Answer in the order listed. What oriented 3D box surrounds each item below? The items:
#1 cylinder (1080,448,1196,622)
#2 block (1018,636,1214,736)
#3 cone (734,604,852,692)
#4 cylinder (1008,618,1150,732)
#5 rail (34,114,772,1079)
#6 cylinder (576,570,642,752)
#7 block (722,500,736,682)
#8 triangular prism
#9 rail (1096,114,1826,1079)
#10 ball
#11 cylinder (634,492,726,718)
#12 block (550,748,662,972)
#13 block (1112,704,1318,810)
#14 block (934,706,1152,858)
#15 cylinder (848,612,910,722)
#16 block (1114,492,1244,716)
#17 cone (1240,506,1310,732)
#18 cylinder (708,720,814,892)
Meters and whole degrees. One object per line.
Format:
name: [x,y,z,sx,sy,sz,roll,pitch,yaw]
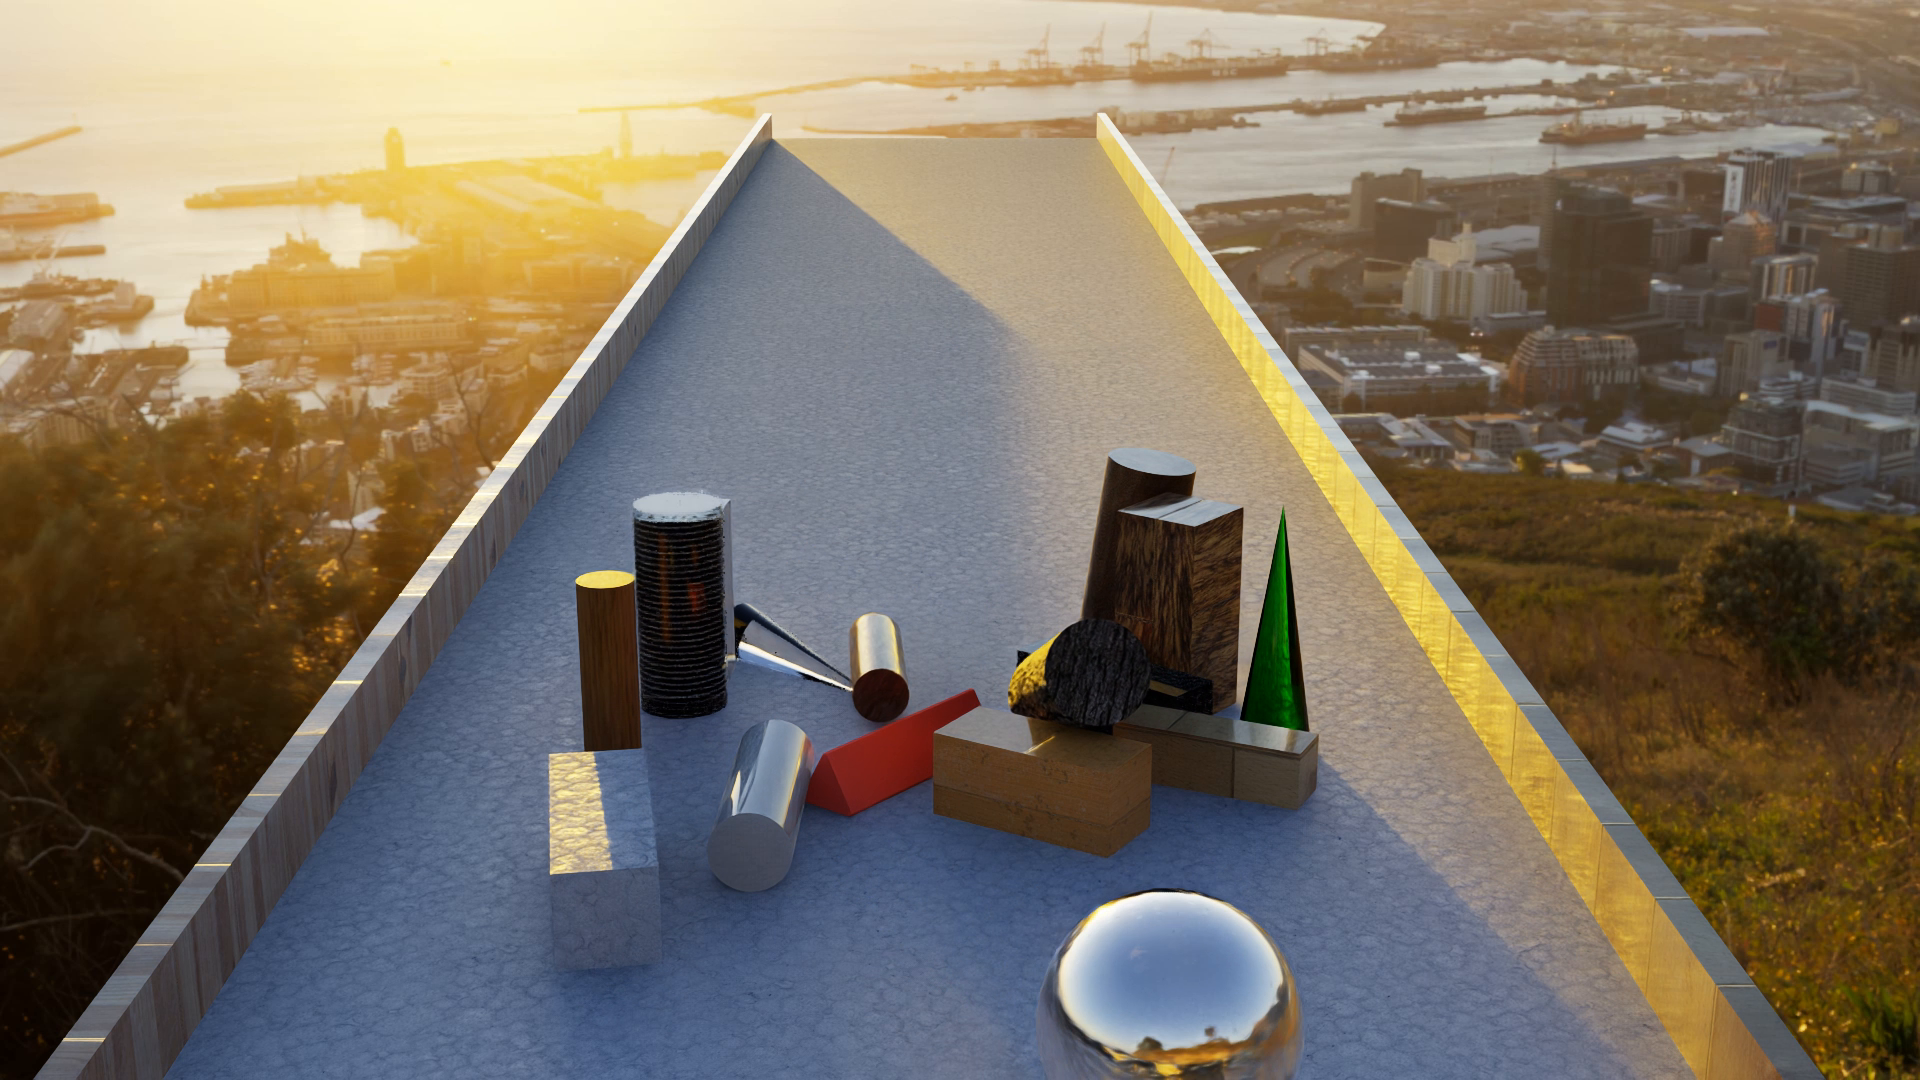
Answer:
cylinder: [0.342,0.044,4.314,0.173,0.416,0.173,8,18,-3]
block: [0.283,0.284,4.075,0.373,0.112,0.112,15,22,40]
cone: [-0.302,0.243,4.310,0.383,0.114,0.114,23,27,35]
cylinder: [0.201,0.251,3.804,0.178,0.178,0.384,-2,-10,-8]
rail: [-1.118,-0.838,7.780,0.050,0.150,12.000,0,17,-1]
cylinder: [-0.625,0.223,3.916,0.102,0.320,0.102,0,17,0]
block: [-0.514,0.103,4.270,0.122,0.348,0.122,2,16,7]
triangular prism: [-0.101,0.359,3.838,0.113,0.098,0.398,12,21,37]
rail: [0.932,-0.844,7.801,0.050,0.150,12.000,0,17,-1]
ball: [0.256,0.588,2.676,0.326,0.326,0.326,0,17,0]
cylinder: [-0.524,0.121,4.127,0.163,0.393,0.163,0,16,0]
block: [-0.545,0.478,3.354,0.152,0.152,0.454,-3,17,-10]
block: [0.439,0.371,3.799,0.338,0.102,0.102,8,18,25]
block: [0.135,0.396,3.639,0.332,0.145,0.145,10,19,31]
cylinder: [-0.158,0.241,4.220,0.105,0.105,0.347,-1,15,-4]
block: [0.408,0.128,4.117,0.169,0.387,0.169,13,21,36]
cone: [0.565,0.154,3.905,0.138,0.457,0.138,0,17,0]
cylinder: [-0.319,0.424,3.566,0.132,0.132,0.393,0,17,1]
